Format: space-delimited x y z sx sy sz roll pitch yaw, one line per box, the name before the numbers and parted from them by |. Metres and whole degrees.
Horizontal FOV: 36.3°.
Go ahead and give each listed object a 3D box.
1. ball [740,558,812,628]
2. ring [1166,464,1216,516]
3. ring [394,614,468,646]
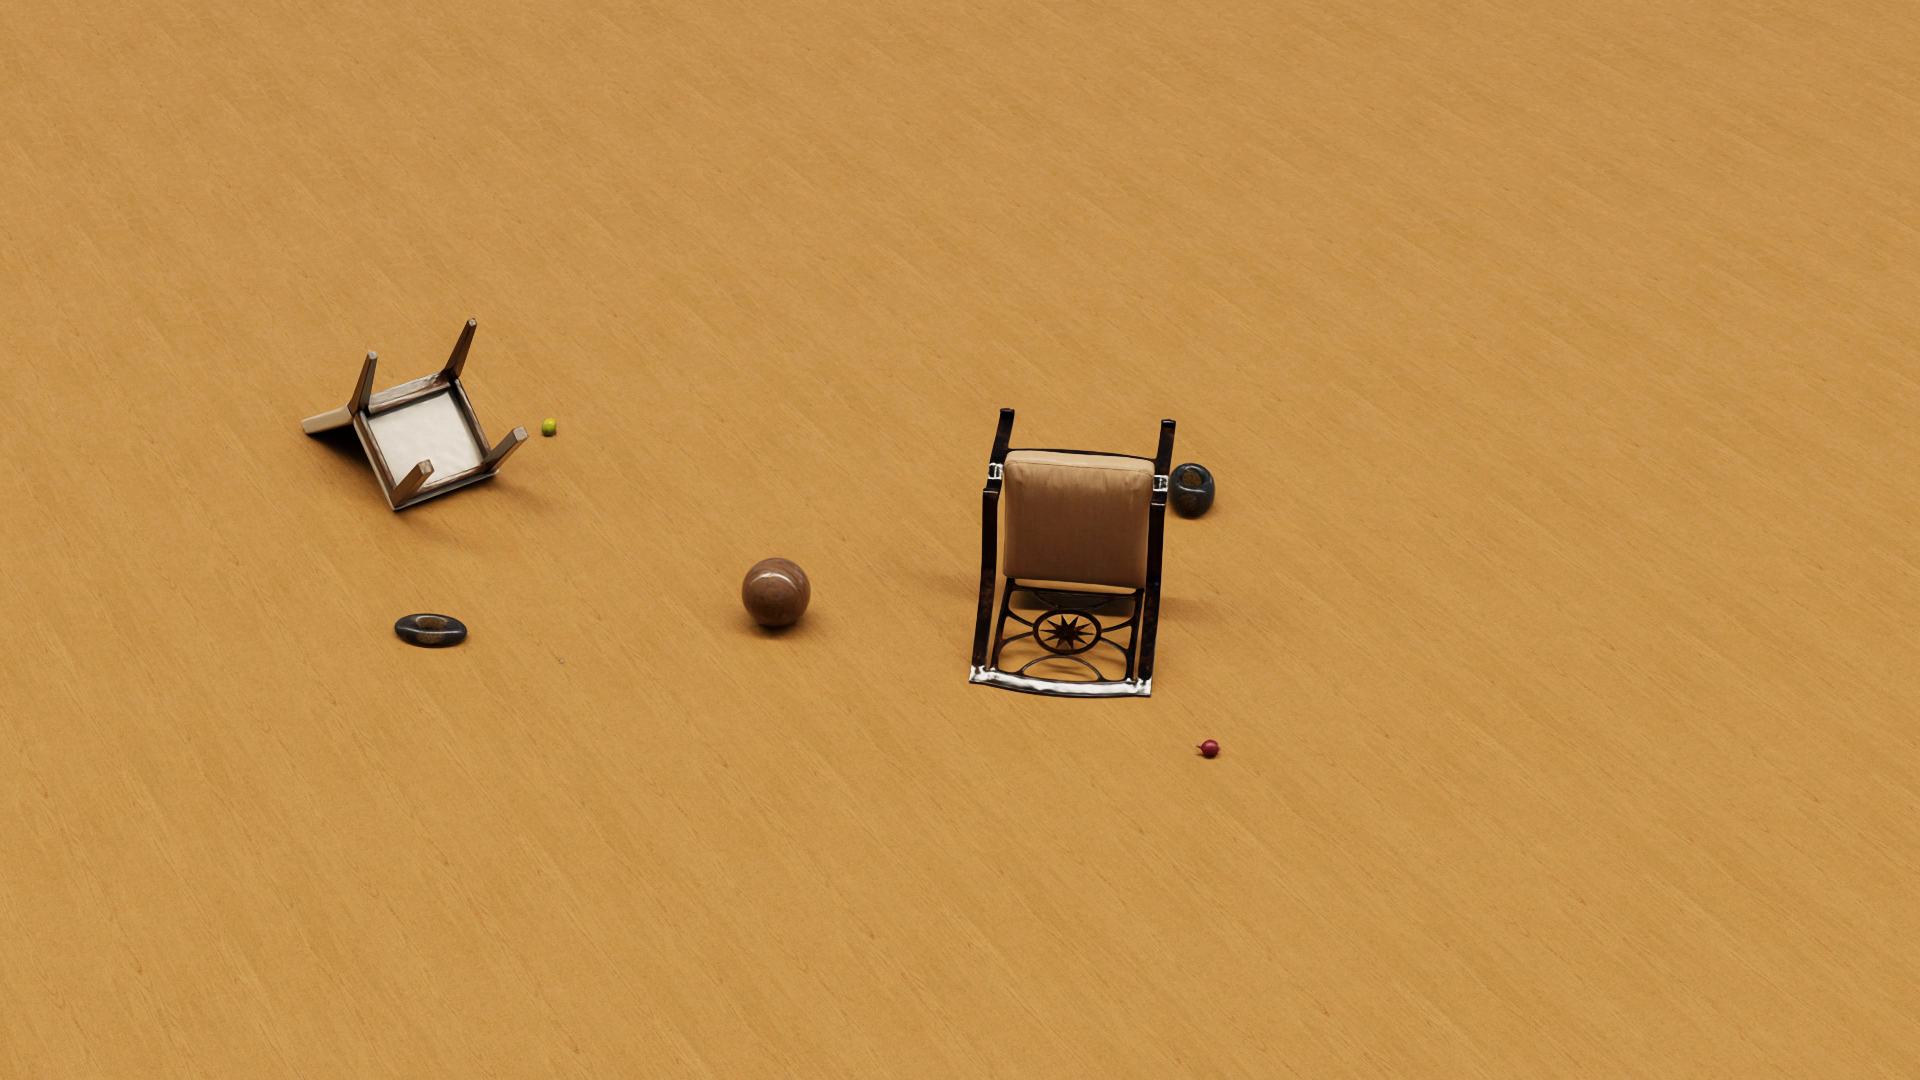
ball | -0.655 0.185 10.436 0.250 0.250 0.250 0 33 0
ring | 0.876 -0.191 11.120 0.186 0.127 0.244 1 35 -2
ring | -1.878 0.318 10.407 0.270 0.062 0.144 6 35 10
